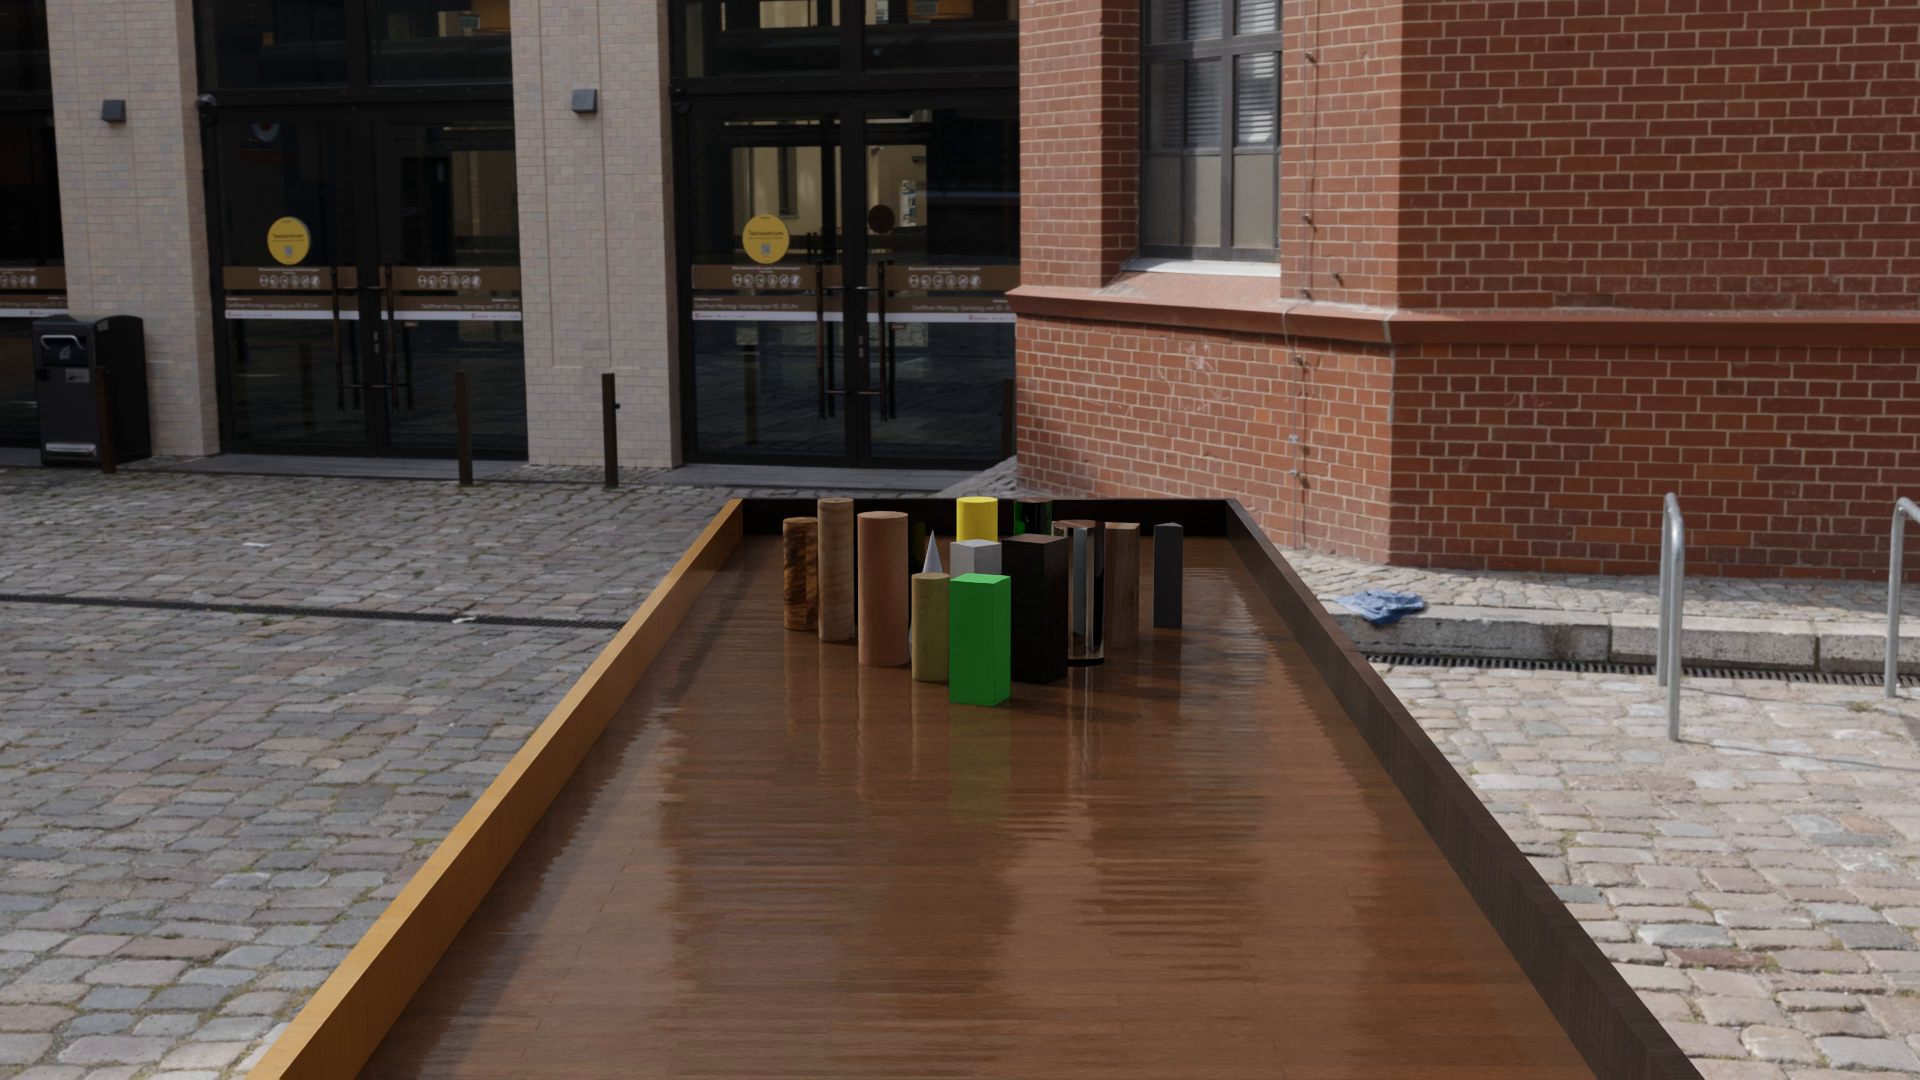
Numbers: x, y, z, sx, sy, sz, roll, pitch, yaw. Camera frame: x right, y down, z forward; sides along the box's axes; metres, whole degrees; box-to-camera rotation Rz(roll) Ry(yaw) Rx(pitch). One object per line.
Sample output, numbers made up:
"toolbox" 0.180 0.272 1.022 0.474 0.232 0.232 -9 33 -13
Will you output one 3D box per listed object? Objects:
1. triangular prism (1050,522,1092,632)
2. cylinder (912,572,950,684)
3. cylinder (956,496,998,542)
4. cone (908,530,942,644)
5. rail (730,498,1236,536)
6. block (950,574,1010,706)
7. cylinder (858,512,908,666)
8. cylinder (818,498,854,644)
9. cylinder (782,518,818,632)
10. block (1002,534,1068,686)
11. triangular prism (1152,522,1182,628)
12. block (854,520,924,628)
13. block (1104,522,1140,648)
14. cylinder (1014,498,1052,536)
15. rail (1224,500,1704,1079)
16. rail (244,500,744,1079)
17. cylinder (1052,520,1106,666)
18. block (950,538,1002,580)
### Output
"triangular prism" 0.337 0.116 7.181 0.144 0.343 0.124 -8 12 -41
"cylinder" -0.085 0.255 6.418 0.113 0.307 0.113 0 9 0
"cylinder" 0.056 0.076 7.180 0.134 0.421 0.134 0 9 0
"cone" -0.087 0.141 6.965 0.164 0.361 0.164 0 9 0
"rail" 0.099 -0.098 9.147 2.100 0.150 0.050 0 9 1
"block" 0.056 0.277 6.158 0.132 0.345 0.132 4 10 22
"cylinder" -0.233 0.146 6.658 0.153 0.449 0.153 0 9 0
"cylinder" -0.392 0.097 6.961 0.114 0.450 0.114 0 9 0
"cylinder" -0.509 0.111 7.175 0.132 0.356 0.132 0 9 0
"block" 0.219 0.200 6.422 0.143 0.415 0.143 6 11 32
"triangular prism" 0.689 0.115 7.204 0.094 0.338 0.082 3 9 16
"block" -0.240 0.110 7.216 0.178 0.343 0.178 -8 12 -40
"block" 0.493 0.139 6.936 0.130 0.374 0.130 2 9 12
"cylinder" 0.230 0.098 6.942 0.121 0.454 0.121 0 9 0
"rail" 1.046 0.843 3.208 0.050 0.150 12.000 0 9 1
"rail" -1.004 0.839 3.234 0.050 0.150 12.000 0 9 1
"cylinder" 0.357 0.160 6.652 0.164 0.422 0.164 0 9 0
"block" 0.051 0.188 6.668 0.114 0.362 0.114 -7 12 -39
